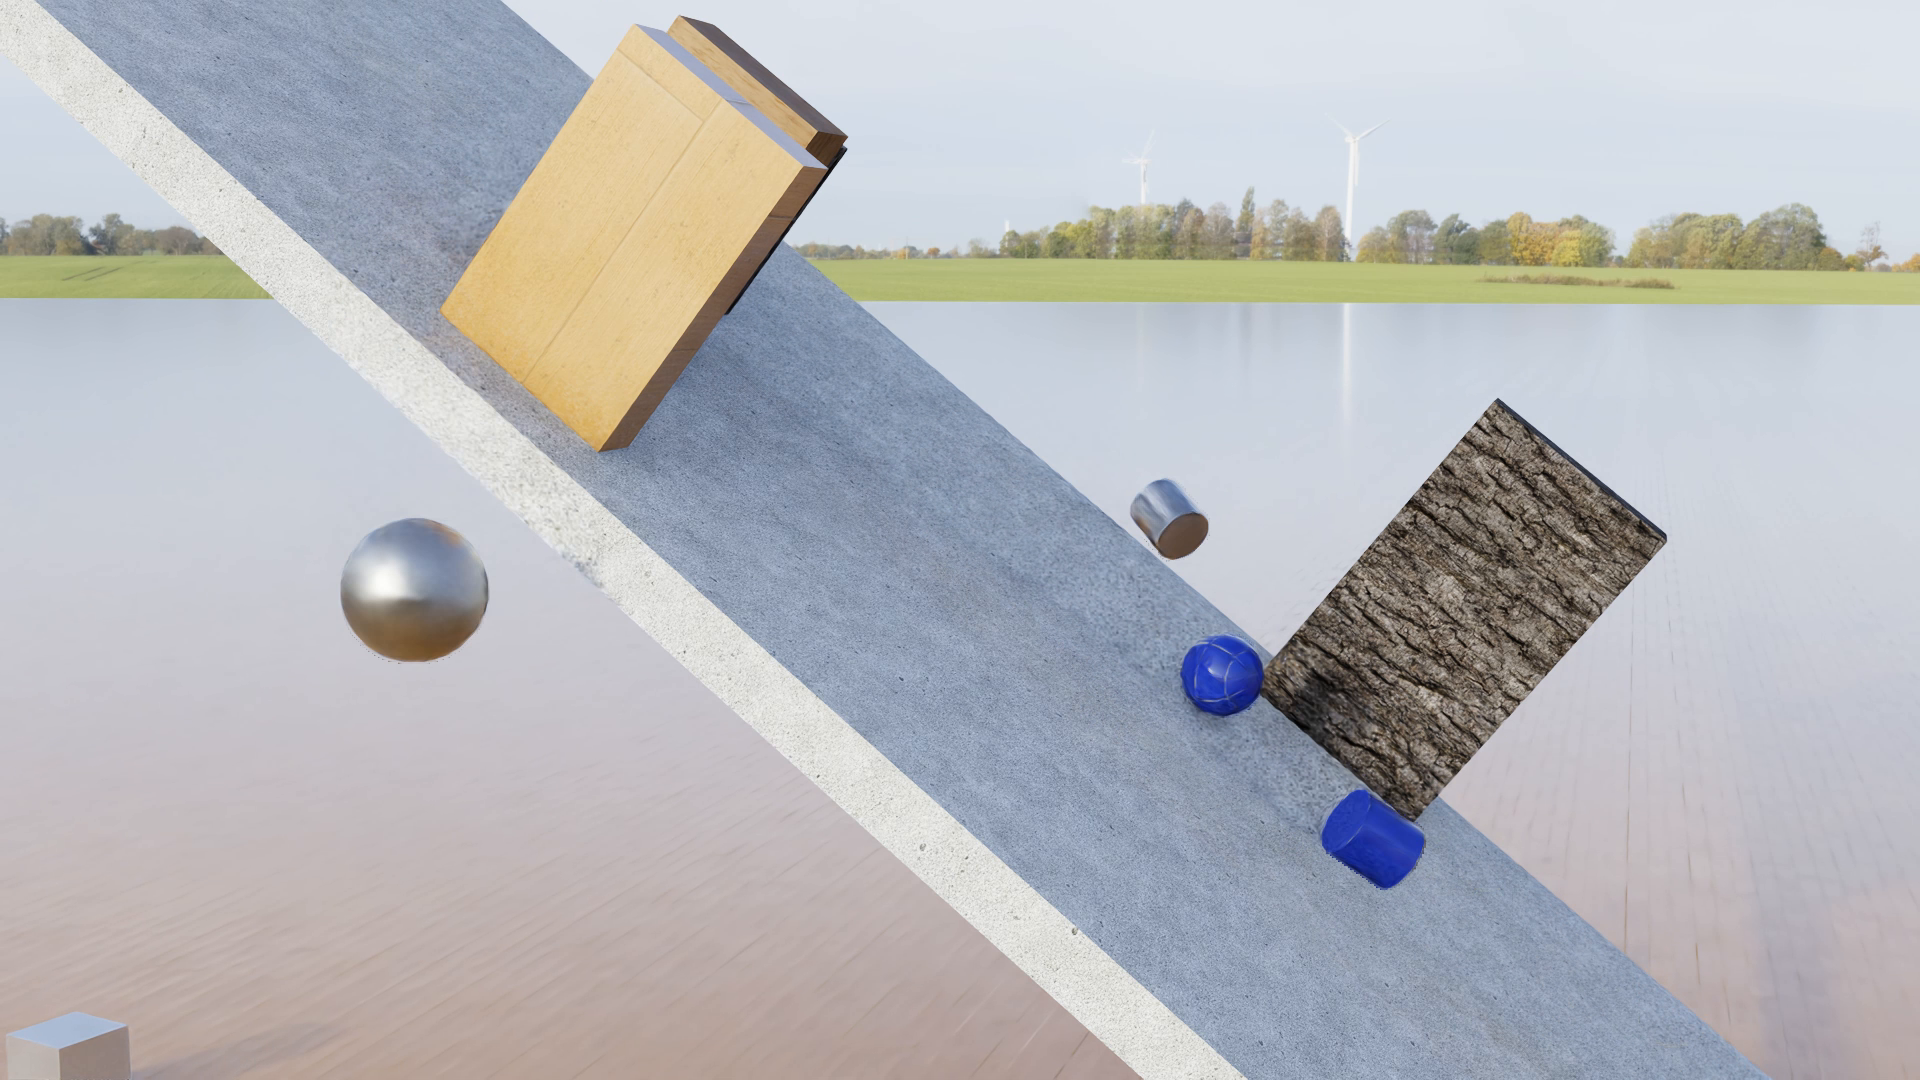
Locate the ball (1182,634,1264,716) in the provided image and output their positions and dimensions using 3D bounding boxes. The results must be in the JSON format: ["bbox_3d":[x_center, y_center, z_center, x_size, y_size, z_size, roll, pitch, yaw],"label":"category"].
[{"bbox_3d":[0.501,0.257,4.194,0.157,0.157,0.157,0,7,0],"label":"ball"}]

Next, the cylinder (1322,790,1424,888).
[{"bbox_3d":[0.750,0.543,3.996,0.129,0.129,0.129,35,-1,-14],"label":"cylinder"}]

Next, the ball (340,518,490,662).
[{"bbox_3d":[-0.740,0.068,2.984,0.197,0.197,0.197,0,7,0],"label":"ball"}]

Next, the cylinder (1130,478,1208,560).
[{"bbox_3d":[0.478,-0.048,5.019,0.132,0.132,0.132,-4,39,-29],"label":"cylinder"}]

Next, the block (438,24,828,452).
[{"bbox_3d":[-0.493,-0.447,3.290,0.335,0.534,0.104,41,16,9],"label":"block"}]

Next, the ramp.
[{"bbox_3d":[-0.019,0.070,4.049,4.000,0.100,2.000,41,16,9],"label":"ramp"}]

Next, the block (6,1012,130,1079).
[{"bbox_3d":[-1.976,1.174,4.880,0.180,0.180,0.180,4,8,31],"label":"block"}]

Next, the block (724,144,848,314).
[{"bbox_3d":[-0.474,-0.702,4.265,0.338,0.406,0.083,41,16,9],"label":"block"}]

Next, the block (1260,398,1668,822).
[{"bbox_3d":[1.012,0.146,4.499,0.432,0.766,0.135,41,16,9],"label":"block"}]

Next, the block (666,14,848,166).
[{"bbox_3d":[-0.478,-0.588,3.762,0.313,0.505,0.148,41,16,9],"label":"block"}]

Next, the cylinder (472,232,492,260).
[{"bbox_3d":[-0.693,-0.477,3.618,0.157,0.157,0.157,36,17,-13],"label":"cylinder"}]
